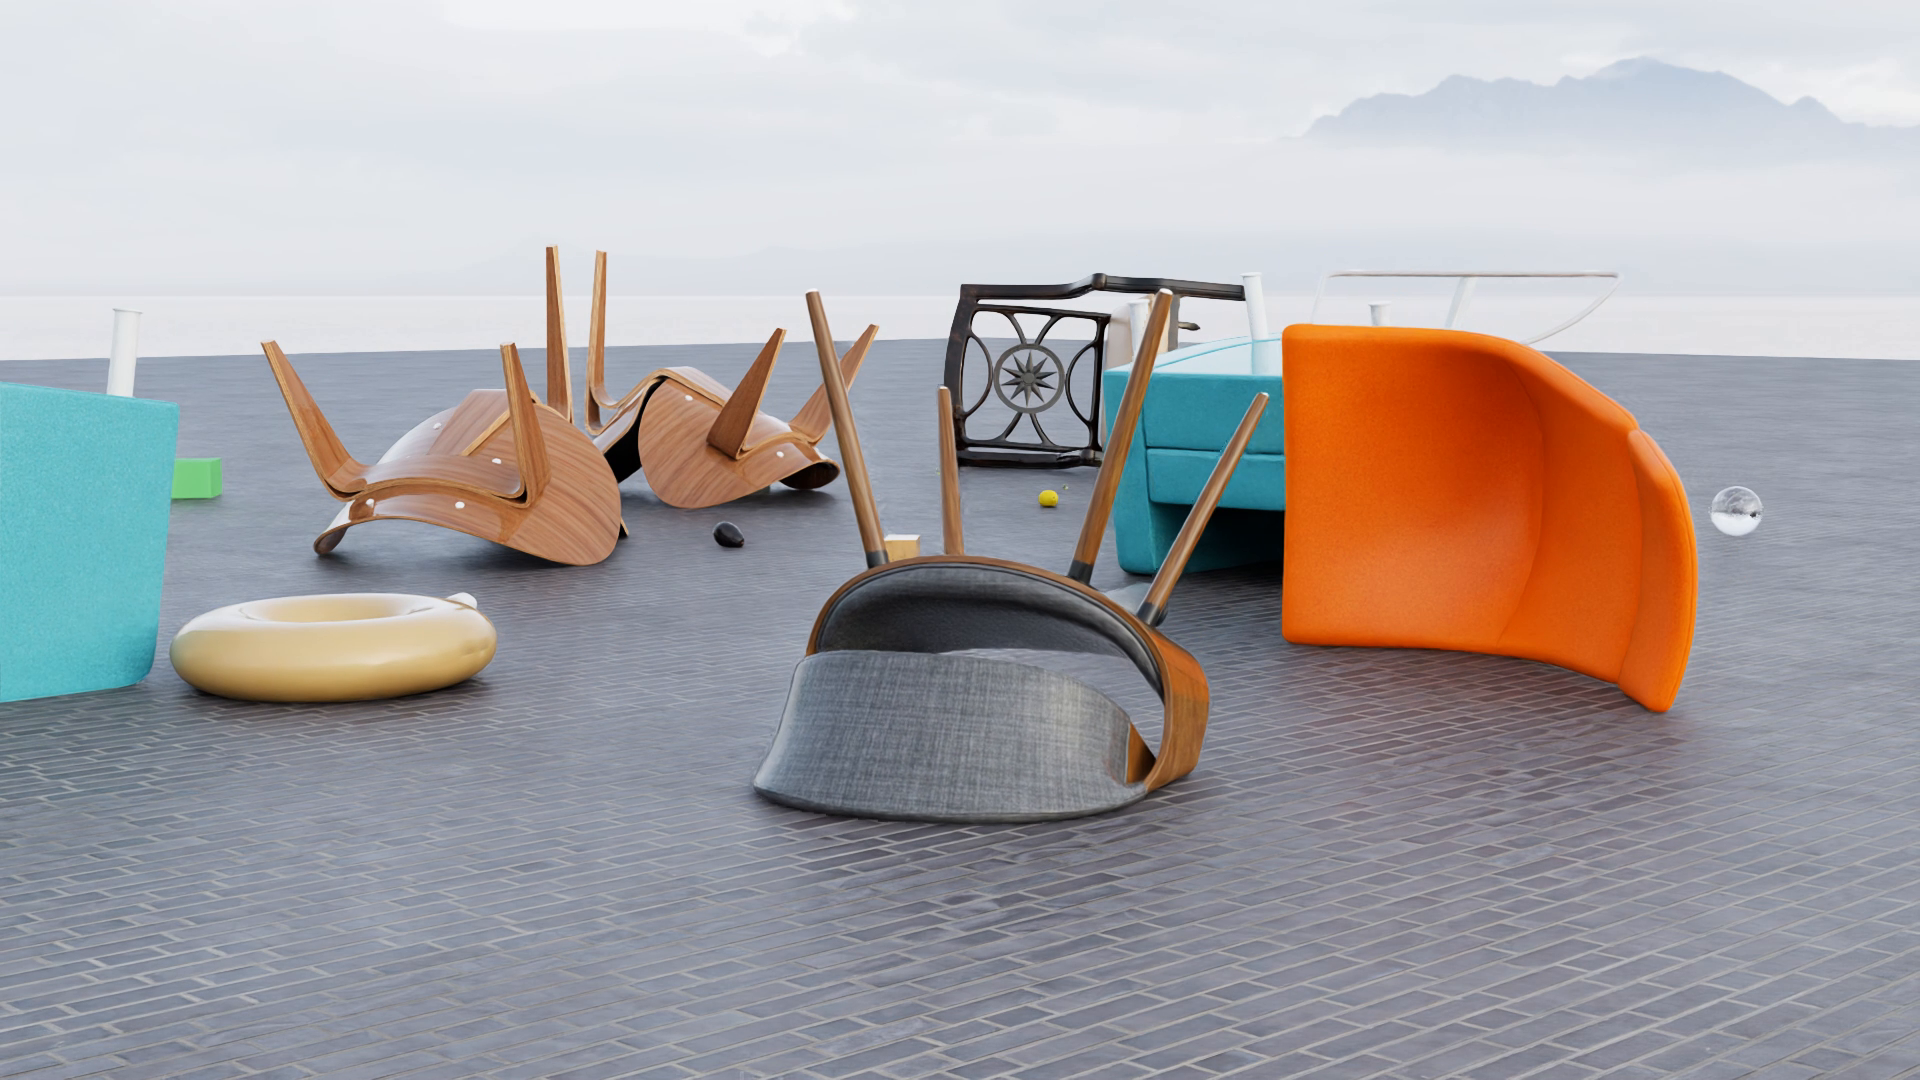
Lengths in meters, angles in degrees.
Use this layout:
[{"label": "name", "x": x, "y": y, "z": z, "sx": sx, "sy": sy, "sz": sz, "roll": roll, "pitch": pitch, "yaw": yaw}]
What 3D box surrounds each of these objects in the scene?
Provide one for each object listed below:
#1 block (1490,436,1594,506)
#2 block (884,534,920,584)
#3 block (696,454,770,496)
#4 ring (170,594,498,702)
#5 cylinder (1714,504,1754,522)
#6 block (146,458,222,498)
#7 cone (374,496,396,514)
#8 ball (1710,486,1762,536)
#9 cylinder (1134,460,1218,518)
[{"label": "block", "x": 1.703, "y": -0.205, "z": 7.509, "sx": 0.219, "sy": 0.183, "sz": 0.197, "roll": -5, "pitch": 8, "yaw": -40}, {"label": "block", "x": -0.125, "y": 0.041, "z": 5.562, "sx": 0.069, "sy": 0.094, "sz": 0.111, "roll": 0, "pitch": 6, "yaw": 4}, {"label": "block", "x": -0.692, "y": -0.199, "z": 7.804, "sx": 0.153, "sy": 0.111, "sz": 0.209, "roll": -3, "pitch": 7, "yaw": -29}, {"label": "ring", "x": -1.011, "y": 0.171, "z": 4.156, "sx": 0.522, "sy": 0.125, "sz": 0.506, "roll": 1, "pitch": 7, "yaw": 19}, {"label": "cylinder", "x": 2.074, "y": -0.073, "z": 6.880, "sx": 0.087, "sy": 0.049, "sz": 0.057, "roll": -1, "pitch": 15, "yaw": -12}, {"label": "block", "x": -2.328, "y": -0.186, "z": 7.701, "sx": 0.188, "sy": 0.106, "sz": 0.158, "roll": 0, "pitch": 6, "yaw": -4}, {"label": "cone", "x": -1.583, "y": -0.084, "z": 7.110, "sx": 0.068, "sy": 0.050, "sz": 0.047, "roll": -30, "pitch": 54, "yaw": -26}, {"label": "ball", "x": 1.966, "y": -0.072, "z": 6.495, "sx": 0.127, "sy": 0.127, "sz": 0.127, "roll": 0, "pitch": 6, "yaw": 0}, {"label": "cylinder", "x": 0.593, "y": -0.143, "z": 7.053, "sx": 0.175, "sy": 0.155, "sz": 0.150, "roll": 5, "pitch": 51, "yaw": 37}]
